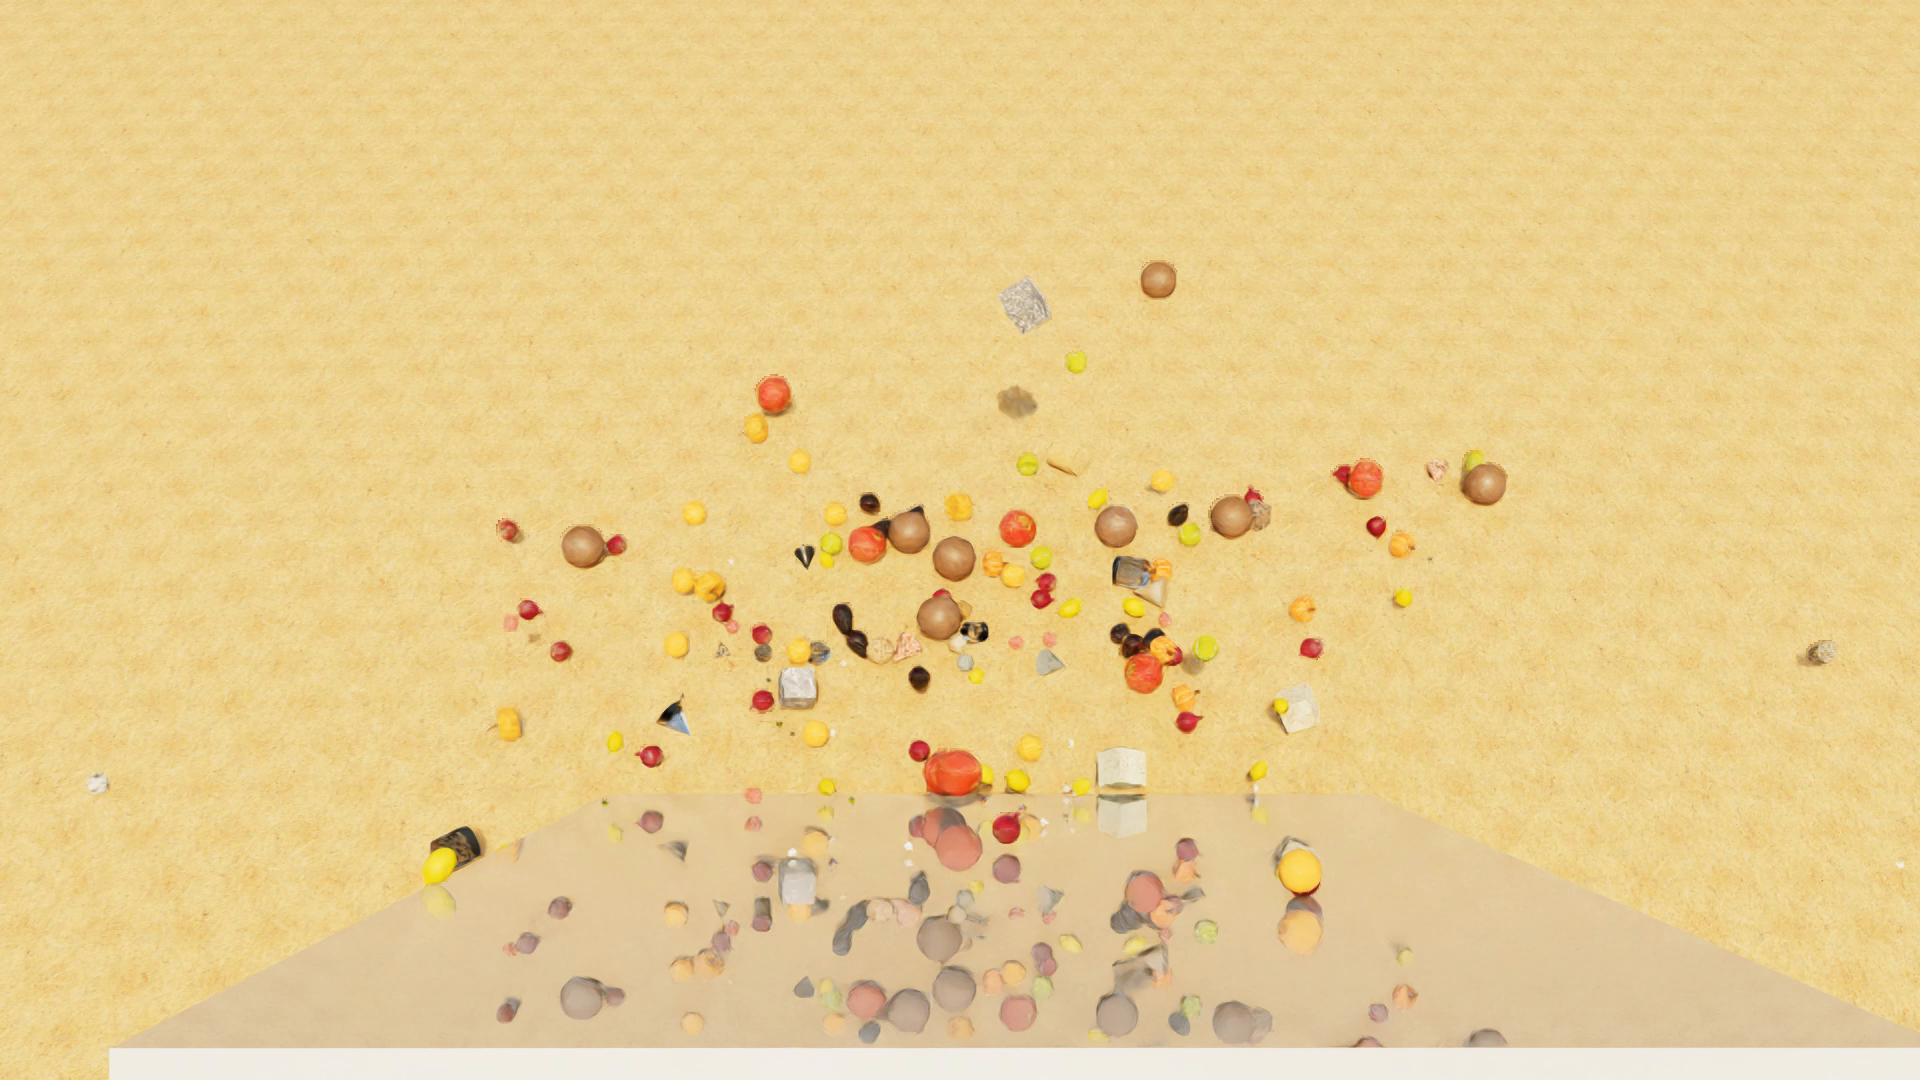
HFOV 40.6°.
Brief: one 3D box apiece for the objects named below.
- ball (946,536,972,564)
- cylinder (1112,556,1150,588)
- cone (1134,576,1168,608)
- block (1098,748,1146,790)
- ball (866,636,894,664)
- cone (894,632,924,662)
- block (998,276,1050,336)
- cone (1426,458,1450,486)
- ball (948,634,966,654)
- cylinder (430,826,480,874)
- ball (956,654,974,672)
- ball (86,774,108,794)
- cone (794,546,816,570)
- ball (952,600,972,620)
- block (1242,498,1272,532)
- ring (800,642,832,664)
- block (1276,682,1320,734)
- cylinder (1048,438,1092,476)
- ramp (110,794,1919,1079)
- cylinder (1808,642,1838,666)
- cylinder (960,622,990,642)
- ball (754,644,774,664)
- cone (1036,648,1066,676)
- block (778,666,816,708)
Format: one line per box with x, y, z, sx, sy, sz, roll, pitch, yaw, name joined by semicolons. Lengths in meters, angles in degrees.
-0.004;0.031;7.811;0.080;0.080;0.080;0;35;0;ball
0.506;0.095;7.691;0.091;0.091;0.091;8;35;19;cylinder
0.555;0.151;7.629;0.095;0.095;0.095;2;34;15;cone
0.429;0.609;6.903;0.091;0.091;0.091;11;-19;-37;block
-0.227;0.314;7.393;0.079;0.079;0.079;0;35;0;ball
-0.166;0.321;7.413;0.087;0.087;0.087;24;60;30;cone
0.180;-0.653;7.237;0.096;0.096;0.096;-33;38;11;block
1.507;-0.204;8.193;0.076;0.076;0.076;5;61;7;cone
-0.009;0.297;7.446;0.056;0.056;0.056;0;35;0;ball
-1.298;0.795;6.679;0.092;0.092;0.092;-27;43;-35;cylinder
0.014;0.349;7.374;0.051;0.051;0.051;0;35;0;ball
-2.302;0.653;6.931;0.055;0.055;0.055;0;35;0;ball
-0.463;0.063;7.803;0.065;0.065;0.065;-6;57;-8;cone
0.007;0.205;7.580;0.056;0.056;0.056;0;35;0;ball
0.911;-0.075;7.979;0.064;0.064;0.064;26;42;33;block
-0.412;0.324;7.431;0.088;0.029;0.088;0;36;0;ring
0.925;0.460;7.102;0.088;0.088;0.088;-20;23;19;block
0.347;-0.264;8.211;0.098;0.098;0.098;22;40;36;cylinder
0.076;0.659;4.816;2.000;0.100;4.000;0;-2;0;ramp
2.426;0.320;7.304;0.059;0.059;0.059;2;77;-8;cylinder
0.043;0.261;7.418;0.057;0.057;0.057;0;25;48;cylinder
-0.562;0.324;7.407;0.056;0.056;0.056;0;35;0;ball
0.269;0.354;7.381;0.079;0.079;0.079;13;26;-32;cone
-0.452;0.410;7.202;0.089;0.089;0.089;0;66;-12;block
